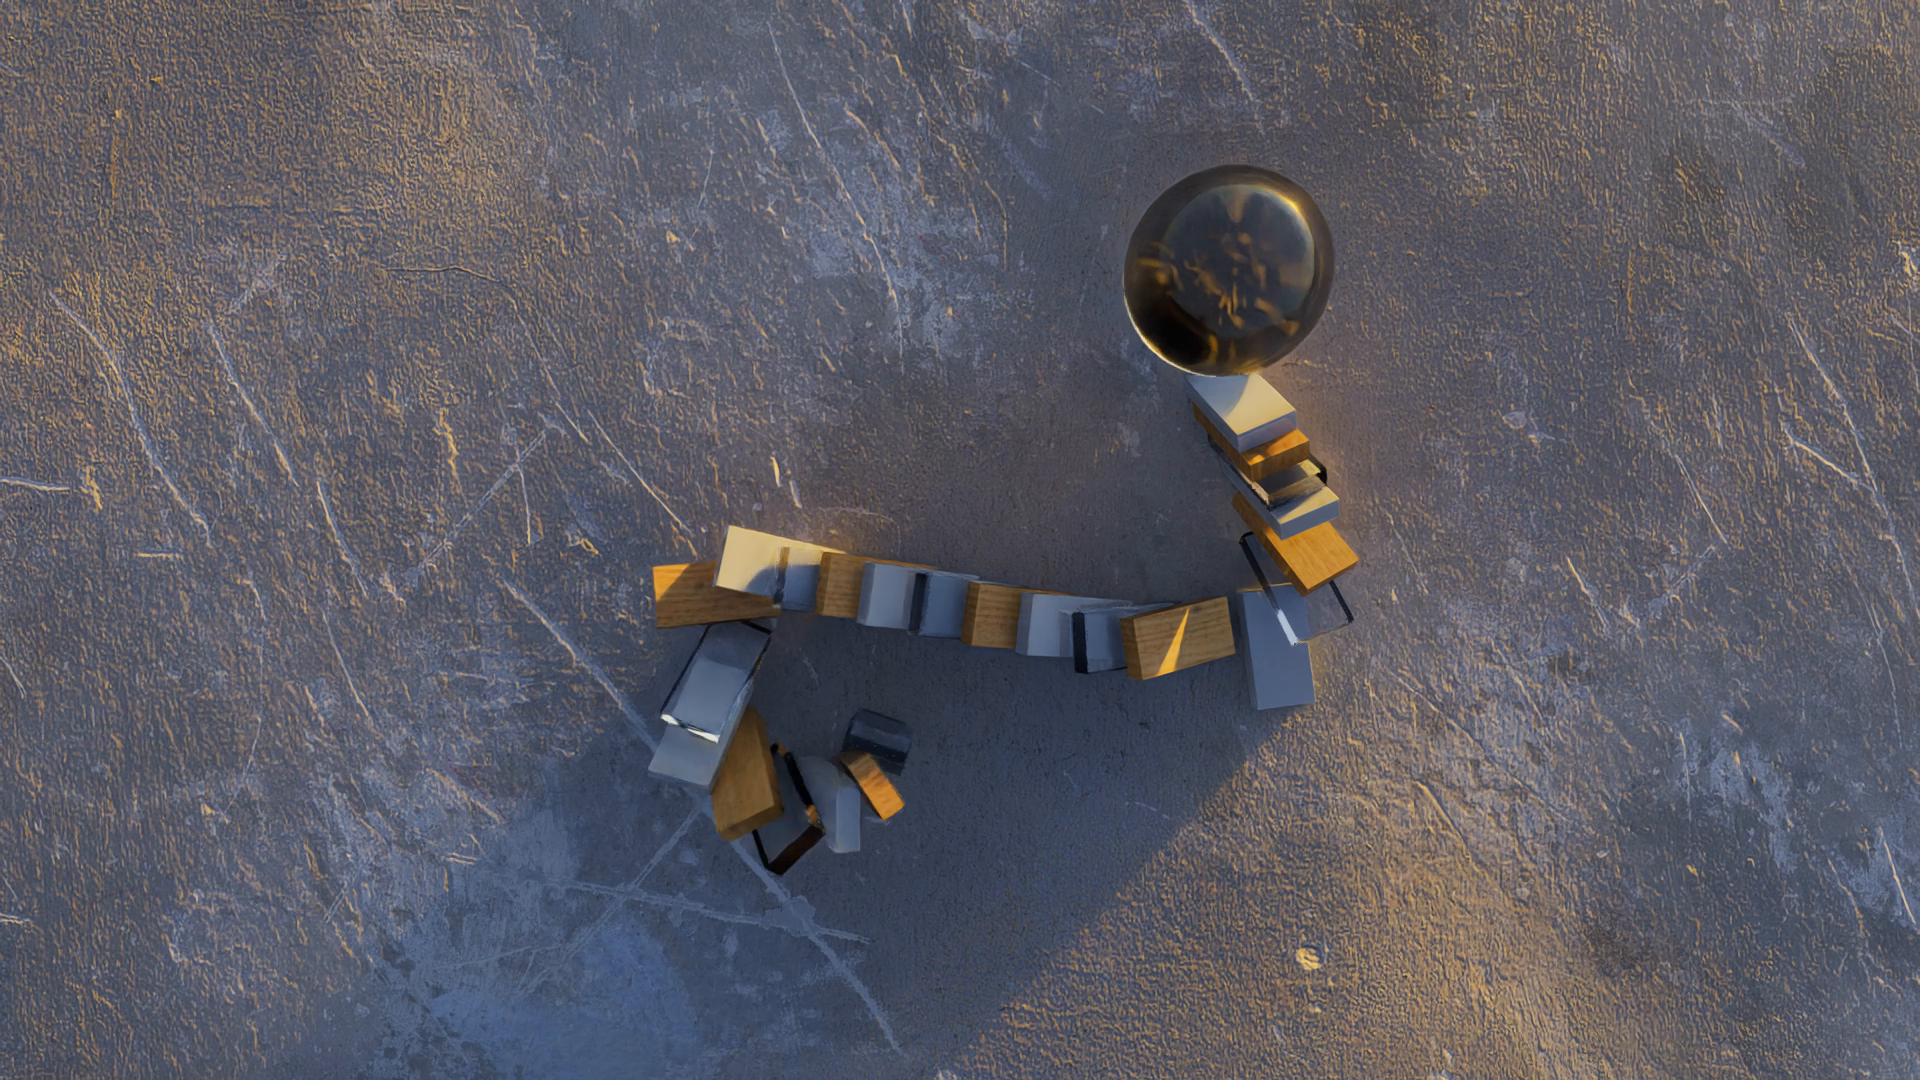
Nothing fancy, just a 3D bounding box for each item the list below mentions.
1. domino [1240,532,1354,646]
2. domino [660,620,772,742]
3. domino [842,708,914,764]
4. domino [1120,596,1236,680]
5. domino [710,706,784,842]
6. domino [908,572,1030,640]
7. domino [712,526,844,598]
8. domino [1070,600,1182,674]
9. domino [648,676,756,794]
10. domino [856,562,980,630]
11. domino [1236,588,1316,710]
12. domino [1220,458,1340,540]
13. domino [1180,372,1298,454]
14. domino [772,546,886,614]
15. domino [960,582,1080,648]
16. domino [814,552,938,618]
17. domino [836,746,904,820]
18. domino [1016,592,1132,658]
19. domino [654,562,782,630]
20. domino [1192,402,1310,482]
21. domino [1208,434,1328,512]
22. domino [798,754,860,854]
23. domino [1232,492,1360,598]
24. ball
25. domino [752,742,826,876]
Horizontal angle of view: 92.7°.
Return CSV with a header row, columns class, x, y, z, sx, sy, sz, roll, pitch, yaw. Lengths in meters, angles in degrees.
class,x,y,z,sx,sy,sz,roll,pitch,yaw
domino,0.141,0.017,0.386,0.025,0.009,0.050,-20,69,-2
domino,-0.101,0.056,0.383,0.025,0.009,0.050,23,58,0
domino,-0.032,0.080,0.375,0.025,0.050,0.009,19,84,0
domino,0.092,0.040,0.384,0.050,0.010,0.025,-10,92,-27
domino,-0.091,0.096,0.380,0.025,0.010,0.050,-26,47,0
domino,0.004,0.029,0.383,0.050,0.009,0.025,8,90,-30
domino,-0.076,0.012,0.384,0.050,0.010,0.025,14,81,-24
domino,0.071,0.040,0.385,0.050,0.010,0.025,-4,90,-27
domino,-0.107,0.077,0.382,0.025,0.009,0.050,16,56,1
domino,-0.017,0.024,0.382,0.050,0.010,0.025,8,90,-32
domino,0.136,0.046,0.395,0.025,0.010,0.050,-8,90,0
domino,0.131,-0.023,0.378,0.025,0.050,0.010,-23,132,0
domino,0.114,-0.058,0.378,0.025,0.050,0.010,-23,132,0
domino,-0.051,0.018,0.383,0.050,0.010,0.025,8,90,-32
domino,0.026,0.033,0.384,0.050,0.009,0.025,8,90,-28
domino,-0.034,0.020,0.382,0.050,0.010,0.025,9,90,-32
domino,-0.038,0.098,0.375,0.009,0.050,0.025,-34,91,-16
domino,0.048,0.036,0.385,0.050,0.009,0.025,6,90,-27
domino,-0.102,0.022,0.386,0.050,0.009,0.025,-5,80,-16
domino,0.119,-0.046,0.378,0.025,0.050,0.010,-23,132,0
domino,0.126,-0.035,0.378,0.025,0.050,0.009,-24,132,-1
domino,-0.054,0.107,0.375,0.009,0.050,0.025,0,92,-27
domino,0.139,-0.004,0.383,0.025,0.010,0.050,-28,66,-6
ball,0.104,-0.104,0.360,0.080,0.080,0.080,0,90,0
domino,-0.075,0.110,0.378,0.025,0.050,0.009,-43,130,1
